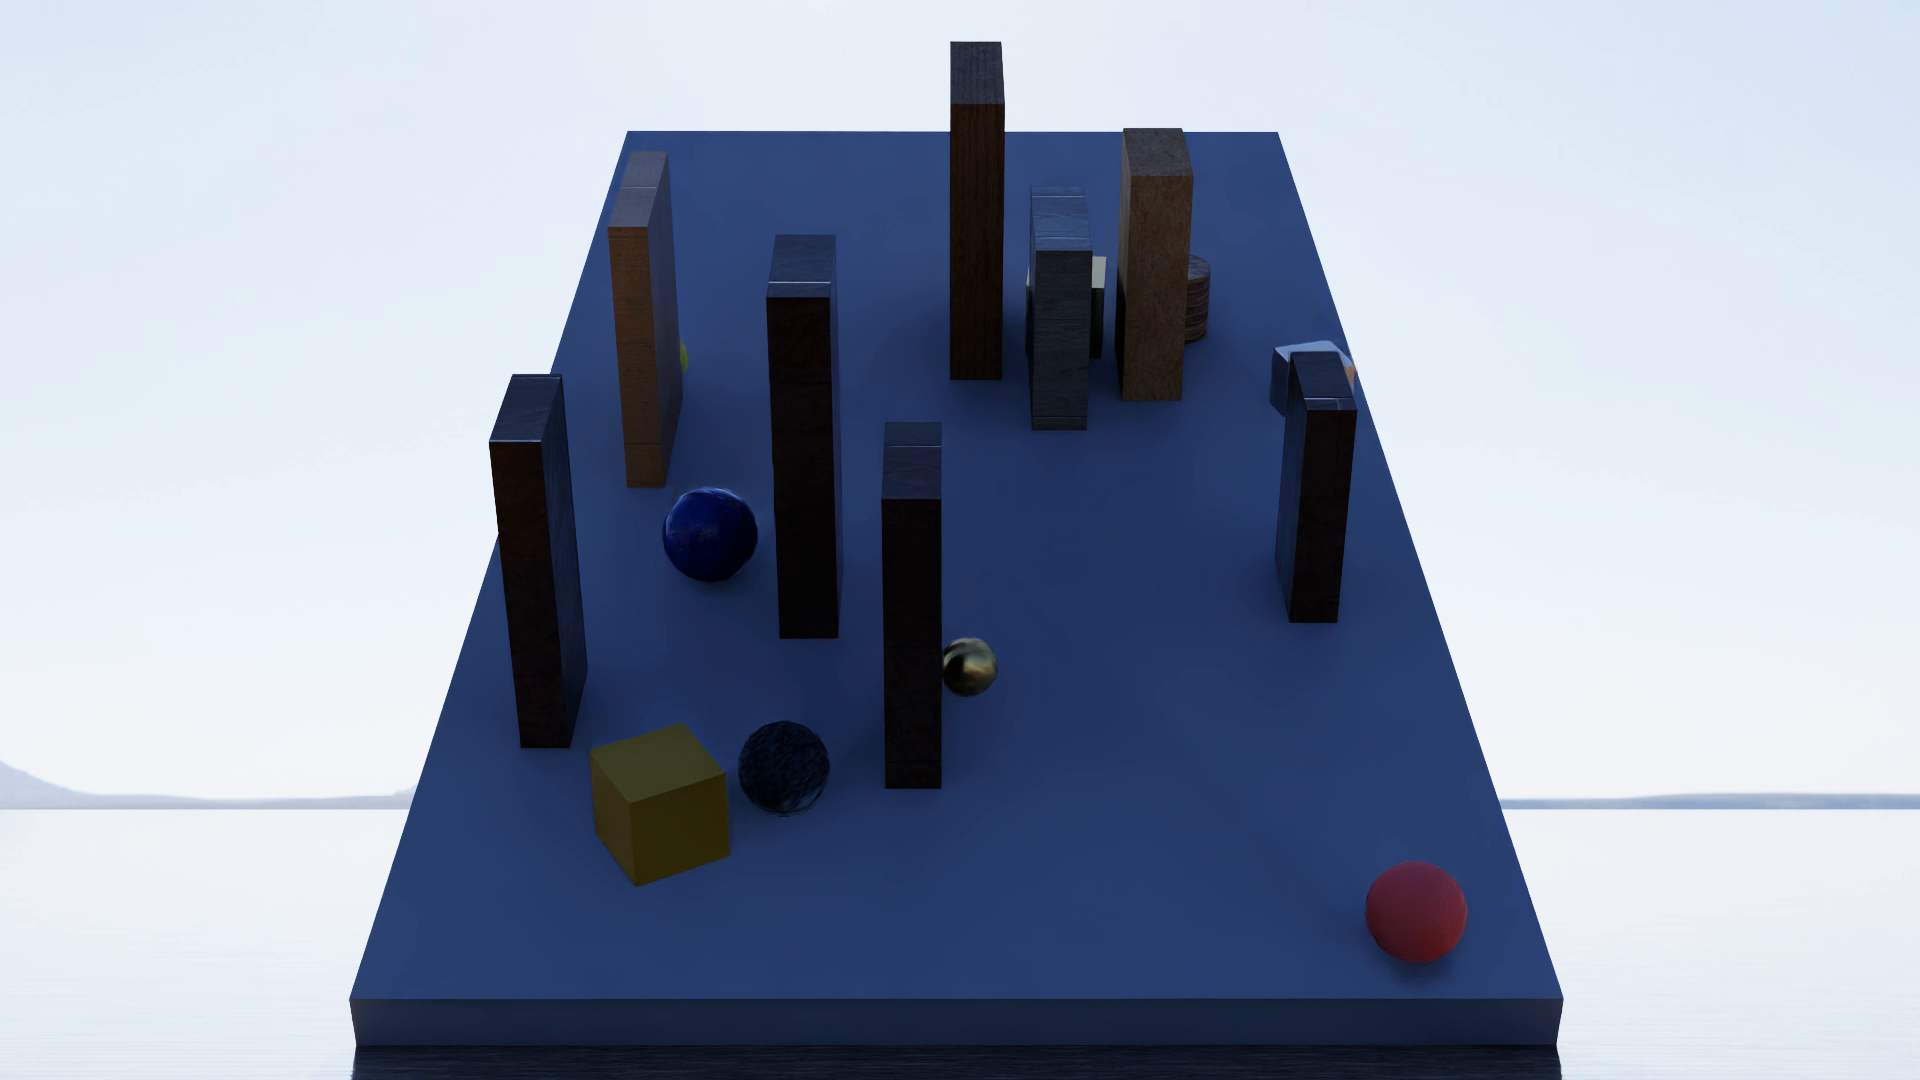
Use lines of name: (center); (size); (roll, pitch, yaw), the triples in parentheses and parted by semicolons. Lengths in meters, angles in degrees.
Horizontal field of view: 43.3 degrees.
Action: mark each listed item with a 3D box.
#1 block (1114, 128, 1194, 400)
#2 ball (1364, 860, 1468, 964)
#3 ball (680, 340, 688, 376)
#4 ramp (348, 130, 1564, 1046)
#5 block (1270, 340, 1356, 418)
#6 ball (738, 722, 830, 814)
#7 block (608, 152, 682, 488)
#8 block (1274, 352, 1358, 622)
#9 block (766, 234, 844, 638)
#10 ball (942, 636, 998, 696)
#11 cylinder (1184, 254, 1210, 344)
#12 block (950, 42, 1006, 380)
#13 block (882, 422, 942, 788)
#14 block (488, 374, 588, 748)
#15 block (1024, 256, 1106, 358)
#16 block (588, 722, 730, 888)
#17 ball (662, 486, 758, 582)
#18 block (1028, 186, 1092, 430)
block: (0.464, -0.666, 5.848); (0.143, 0.579, 0.311); (0, 30, 0)
ball: (0.762, 0.622, 4.045); (0.169, 0.169, 0.169); (0, -6, 0)
ball: (-0.732, -0.439, 5.886); (0.141, 0.141, 0.141); (0, -6, 0)
ramp: (-0.013, -0.208, 5.733); (2.000, 0.100, 4.000); (0, 30, 0)
block: (0.841, -0.373, 5.778); (0.146, 0.146, 0.146); (-9, 31, -16)
ball: (-0.321, 0.414, 4.397); (0.168, 0.168, 0.168); (0, -6, 0)
block: (-0.711, -0.505, 5.508); (0.084, 0.635, 0.444); (0, 30, 0)
block: (0.729, -0.108, 4.979); (0.098, 0.492, 0.264); (0, 30, 0)
block: (-0.307, -0.203, 4.867); (0.119, 0.761, 0.300); (0, 30, 0)
ball: (0.016, 0.247, 4.726); (0.117, 0.117, 0.117); (0, -6, 0)
cylinder: (0.545, -0.615, 6.160); (0.177, 0.177, 0.177); (0, 30, 0)
block: (0.039, -0.814, 5.968); (0.127, 0.711, 0.447); (0, 30, 0)
block: (-0.086, 0.123, 4.453); (0.103, 0.616, 0.288); (0, 30, 0)
block: (-0.787, 0.043, 4.544); (0.092, 0.657, 0.271); (0, 30, 0)
block: (0.267, -0.591, 6.102); (0.192, 0.192, 0.192); (2, 30, 4)
block: (-0.533, 0.467, 4.290); (0.181, 0.181, 0.181); (-16, 34, -26)
ball: (-0.526, -0.012, 5.093); (0.201, 0.201, 0.201); (0, -6, 0)
block: (0.236, -0.557, 5.779); (0.129, 0.460, 0.394); (0, 30, 0)
